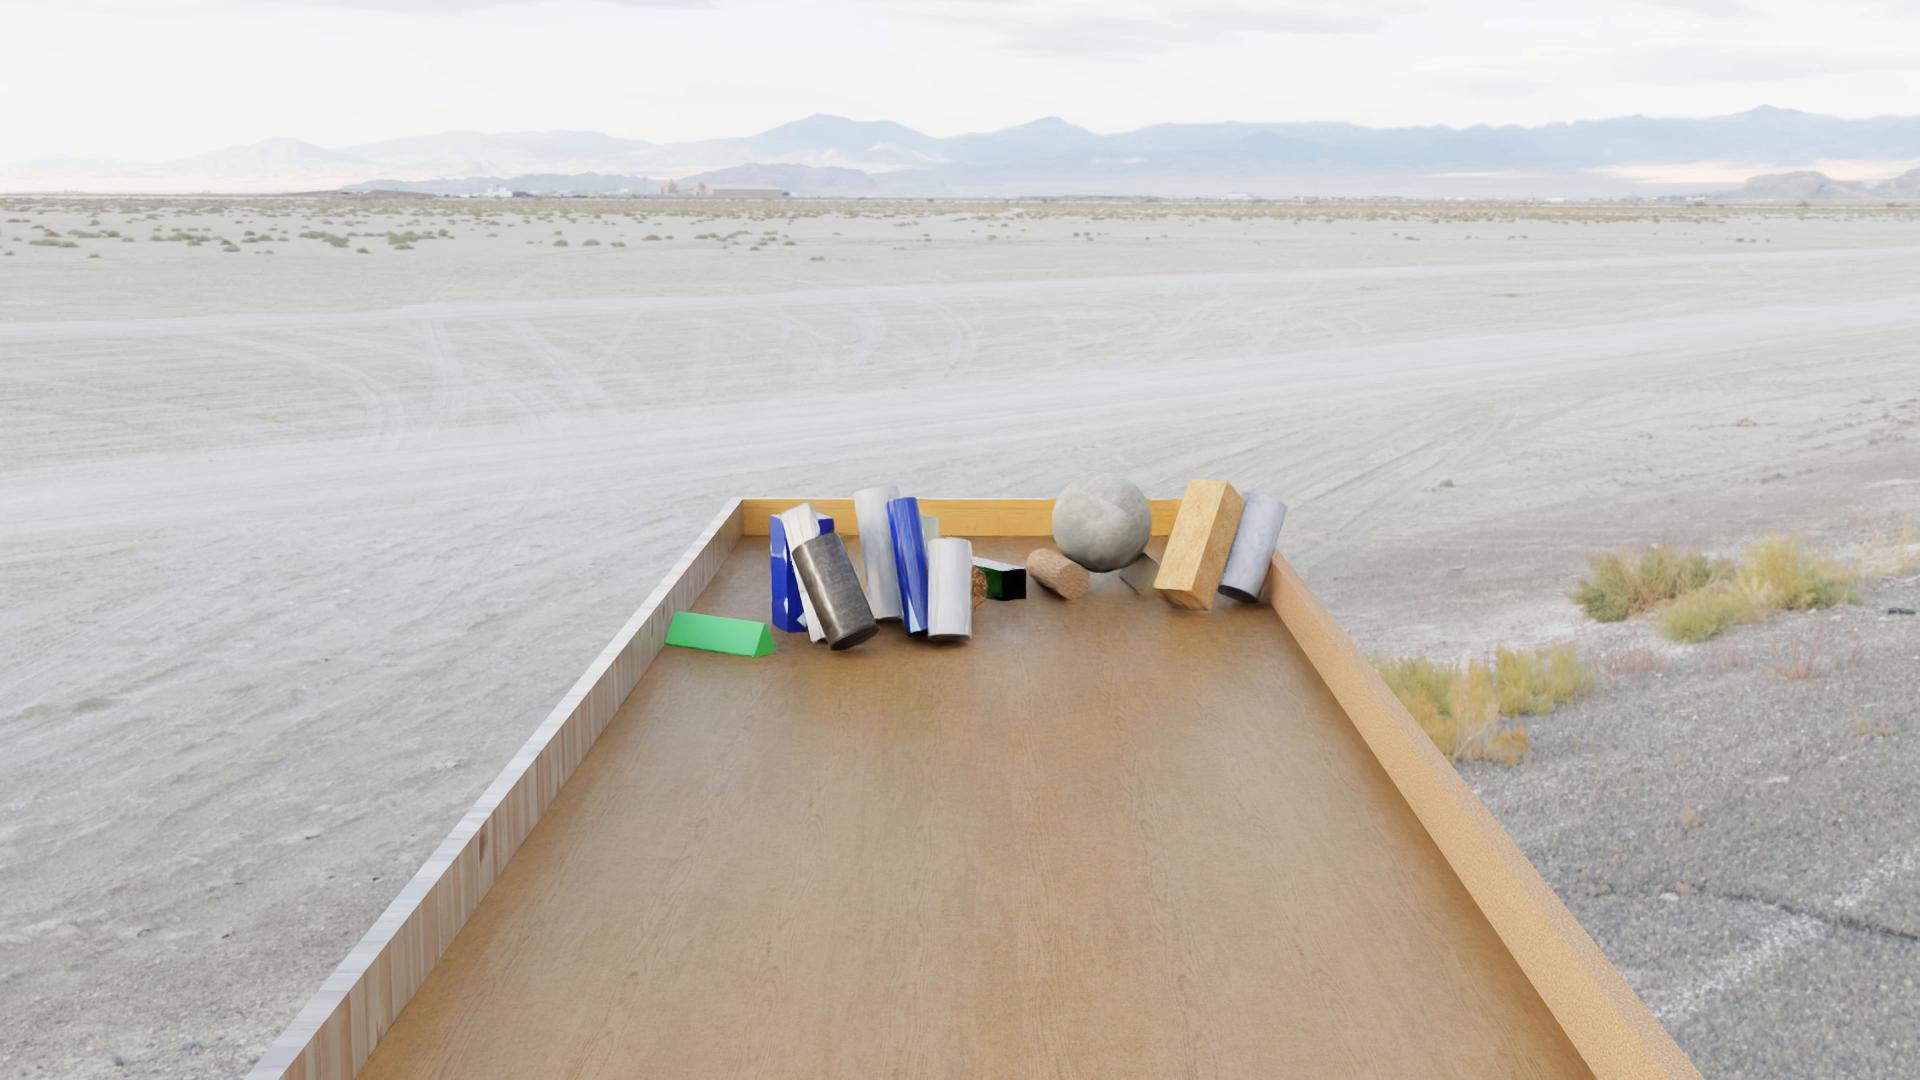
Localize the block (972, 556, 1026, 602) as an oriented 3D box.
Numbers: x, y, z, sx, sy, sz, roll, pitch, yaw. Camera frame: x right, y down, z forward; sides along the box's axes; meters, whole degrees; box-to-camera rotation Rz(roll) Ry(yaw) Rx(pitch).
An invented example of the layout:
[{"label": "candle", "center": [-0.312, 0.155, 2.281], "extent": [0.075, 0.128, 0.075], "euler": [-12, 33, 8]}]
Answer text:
[{"label": "block", "center": [0.068, 0.130, 7.846], "extent": [0.108, 0.108, 0.409], "euler": [-6, 11, -35]}]

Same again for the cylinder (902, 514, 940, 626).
[{"label": "cylinder", "center": [-0.125, 0.102, 7.174], "extent": [0.135, 0.349, 0.135], "euler": [-3, -10, -1]}]

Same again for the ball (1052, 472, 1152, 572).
[{"label": "ball", "center": [0.514, -0.063, 7.990], "extent": [0.366, 0.366, 0.366], "euler": [0, 9, 0]}]

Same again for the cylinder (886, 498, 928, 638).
[{"label": "cylinder", "center": [-0.152, 0.087, 7.051], "extent": [0.105, 0.438, 0.105], "euler": [-9, -14, -2]}]

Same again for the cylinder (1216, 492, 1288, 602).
[{"label": "cylinder", "center": [1.007, 0.026, 7.625], "extent": [0.163, 0.346, 0.163], "euler": [19, -13, 4]}]

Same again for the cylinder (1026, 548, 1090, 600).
[{"label": "cylinder", "center": [0.349, 0.118, 7.862], "extent": [0.127, 0.127, 0.359], "euler": [-2, 9, -15]}]

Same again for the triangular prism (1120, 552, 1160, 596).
[{"label": "triangular prism", "center": [0.679, 0.110, 7.939], "extent": [0.130, 0.112, 0.414], "euler": [-1, 9, -8]}]

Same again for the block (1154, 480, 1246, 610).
[{"label": "block", "center": [0.820, 0.015, 7.520], "extent": [0.148, 0.425, 0.148], "euler": [4, -27, 37]}]

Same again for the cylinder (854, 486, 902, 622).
[{"label": "cylinder", "center": [-0.247, 0.046, 7.275], "extent": [0.153, 0.427, 0.153], "euler": [-8, -6, -1]}]

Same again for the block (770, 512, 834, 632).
[{"label": "block", "center": [-0.515, 0.103, 7.190], "extent": [0.162, 0.363, 0.162], "euler": [-4, 9, -23]}]

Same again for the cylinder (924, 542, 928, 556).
[{"label": "cylinder", "center": [-0.139, 0.064, 7.430], "extent": [0.109, 0.109, 0.426], "euler": [-6, 2, -33]}]

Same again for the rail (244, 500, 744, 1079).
[{"label": "rail", "center": [-1.004, 0.839, 3.234], "extent": [0.050, 0.150, 12.000], "euler": [0, 9, 1]}]

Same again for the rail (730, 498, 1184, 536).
[{"label": "rail", "center": [0.099, -0.098, 9.147], "extent": [2.100, 0.150, 0.050], "euler": [0, 9, 1]}]

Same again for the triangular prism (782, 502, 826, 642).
[{"label": "triangular prism", "center": [-0.448, 0.103, 7.015], "extent": [0.116, 0.434, 0.101], "euler": [-23, -15, 32]}]

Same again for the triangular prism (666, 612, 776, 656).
[{"label": "triangular prism", "center": [-0.749, 0.288, 6.868], "extent": [0.357, 0.097, 0.112], "euler": [6, 11, 33]}]

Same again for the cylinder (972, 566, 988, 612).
[{"label": "cylinder", "center": [-0.059, 0.145, 7.550], "extent": [0.170, 0.170, 0.308], "euler": [-5, 10, -30]}]

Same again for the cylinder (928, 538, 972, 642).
[{"label": "cylinder", "center": [-0.033, 0.158, 6.939], "extent": [0.137, 0.306, 0.137], "euler": [0, -14, 0]}]

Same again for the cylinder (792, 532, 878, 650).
[{"label": "cylinder", "center": [-0.388, 0.161, 6.832], "extent": [0.162, 0.329, 0.162], "euler": [-22, -15, -6]}]

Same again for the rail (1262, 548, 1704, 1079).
[{"label": "rail", "center": [1.046, 0.843, 3.208], "extent": [0.050, 0.150, 12.000], "euler": [0, 9, 1]}]
